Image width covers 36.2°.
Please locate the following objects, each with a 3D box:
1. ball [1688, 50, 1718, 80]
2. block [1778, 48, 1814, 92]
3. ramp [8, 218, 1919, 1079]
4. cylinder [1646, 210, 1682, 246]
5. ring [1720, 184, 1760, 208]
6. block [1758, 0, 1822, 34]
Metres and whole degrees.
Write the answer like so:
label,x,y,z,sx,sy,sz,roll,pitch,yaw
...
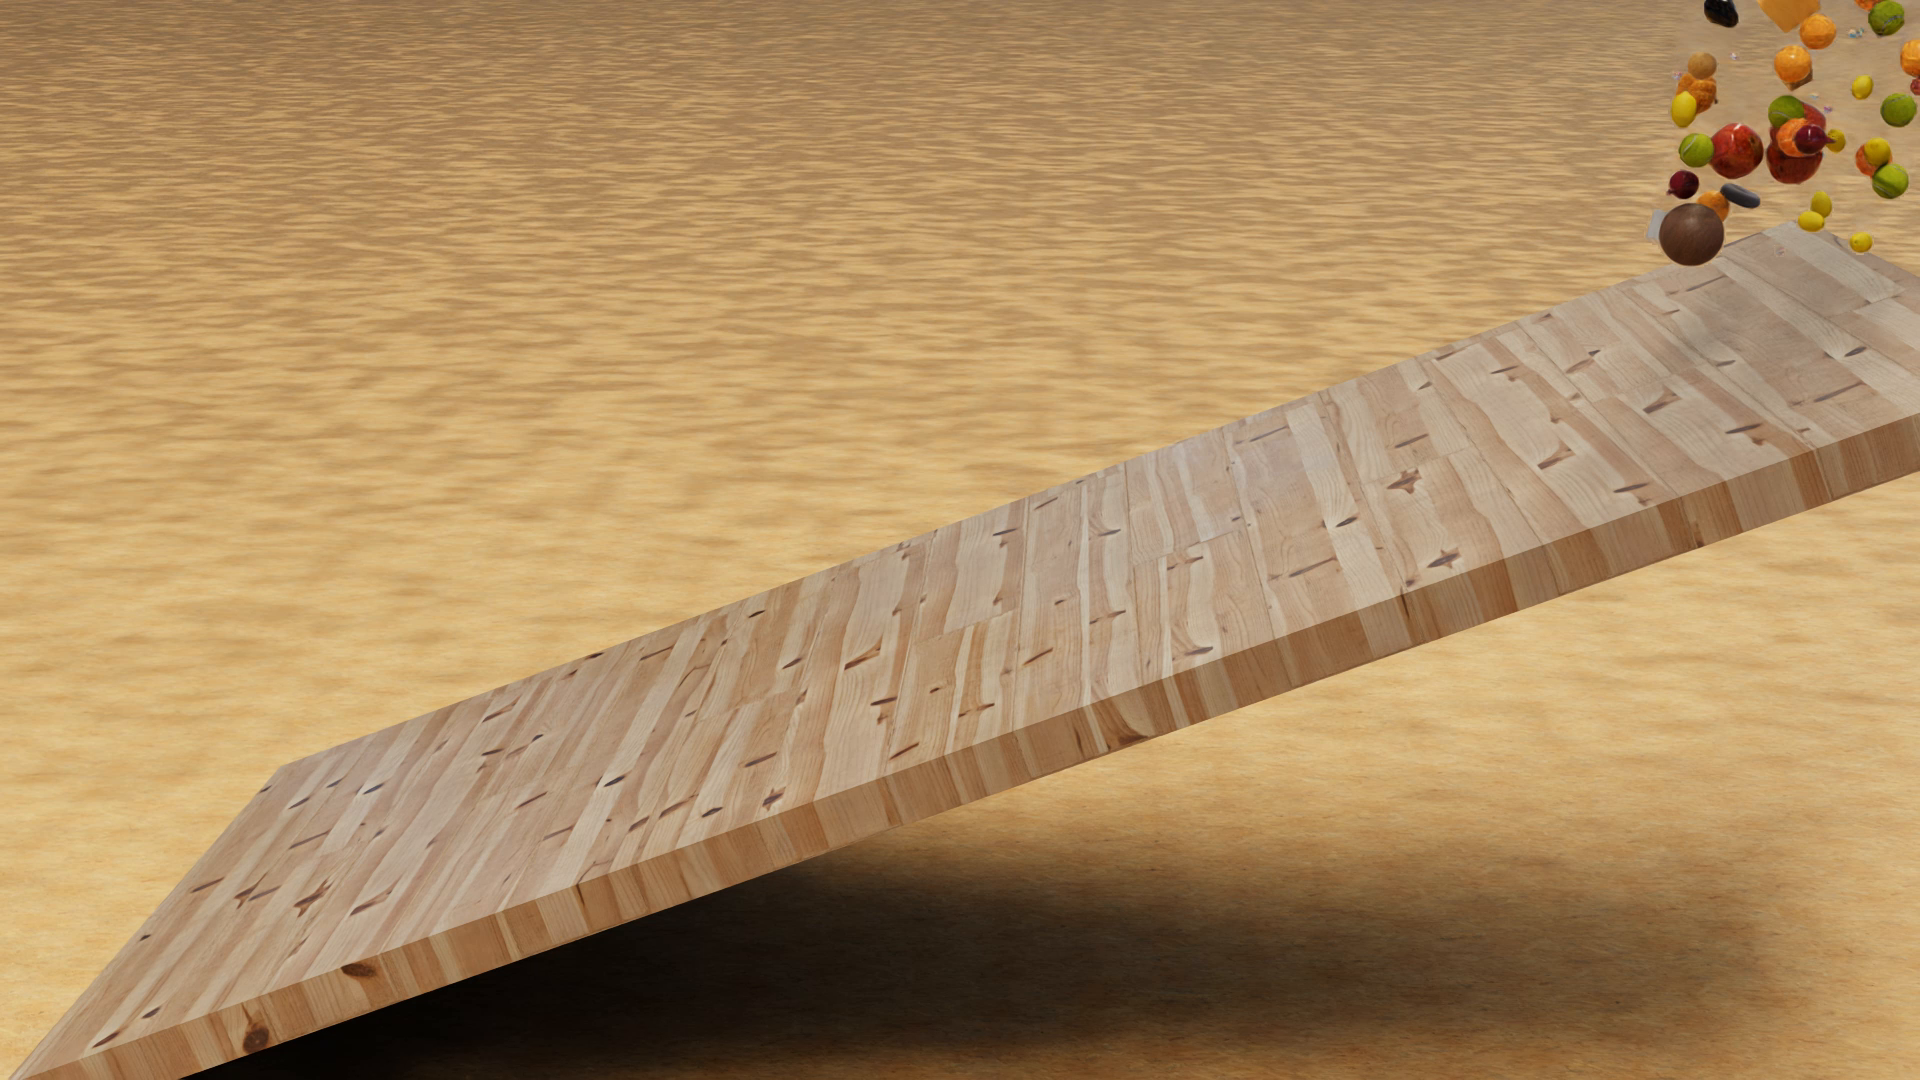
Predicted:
label,x,y,z,sx,sy,sz,roll,pitch,yaw
ball,1.517,-0.970,6.010,0.060,0.060,0.060,0,13,0
block,1.685,-0.948,5.934,0.051,0.051,0.051,-27,59,0
ramp,0.118,0.176,6.295,4.000,0.100,2.000,-20,12,7
cylinder,1.460,-0.647,6.103,0.060,0.060,0.060,18,0,0
ring,1.643,-0.724,6.192,0.086,0.029,0.086,20,21,-8
block,1.649,-1.082,5.860,0.087,0.087,0.087,-38,22,29
